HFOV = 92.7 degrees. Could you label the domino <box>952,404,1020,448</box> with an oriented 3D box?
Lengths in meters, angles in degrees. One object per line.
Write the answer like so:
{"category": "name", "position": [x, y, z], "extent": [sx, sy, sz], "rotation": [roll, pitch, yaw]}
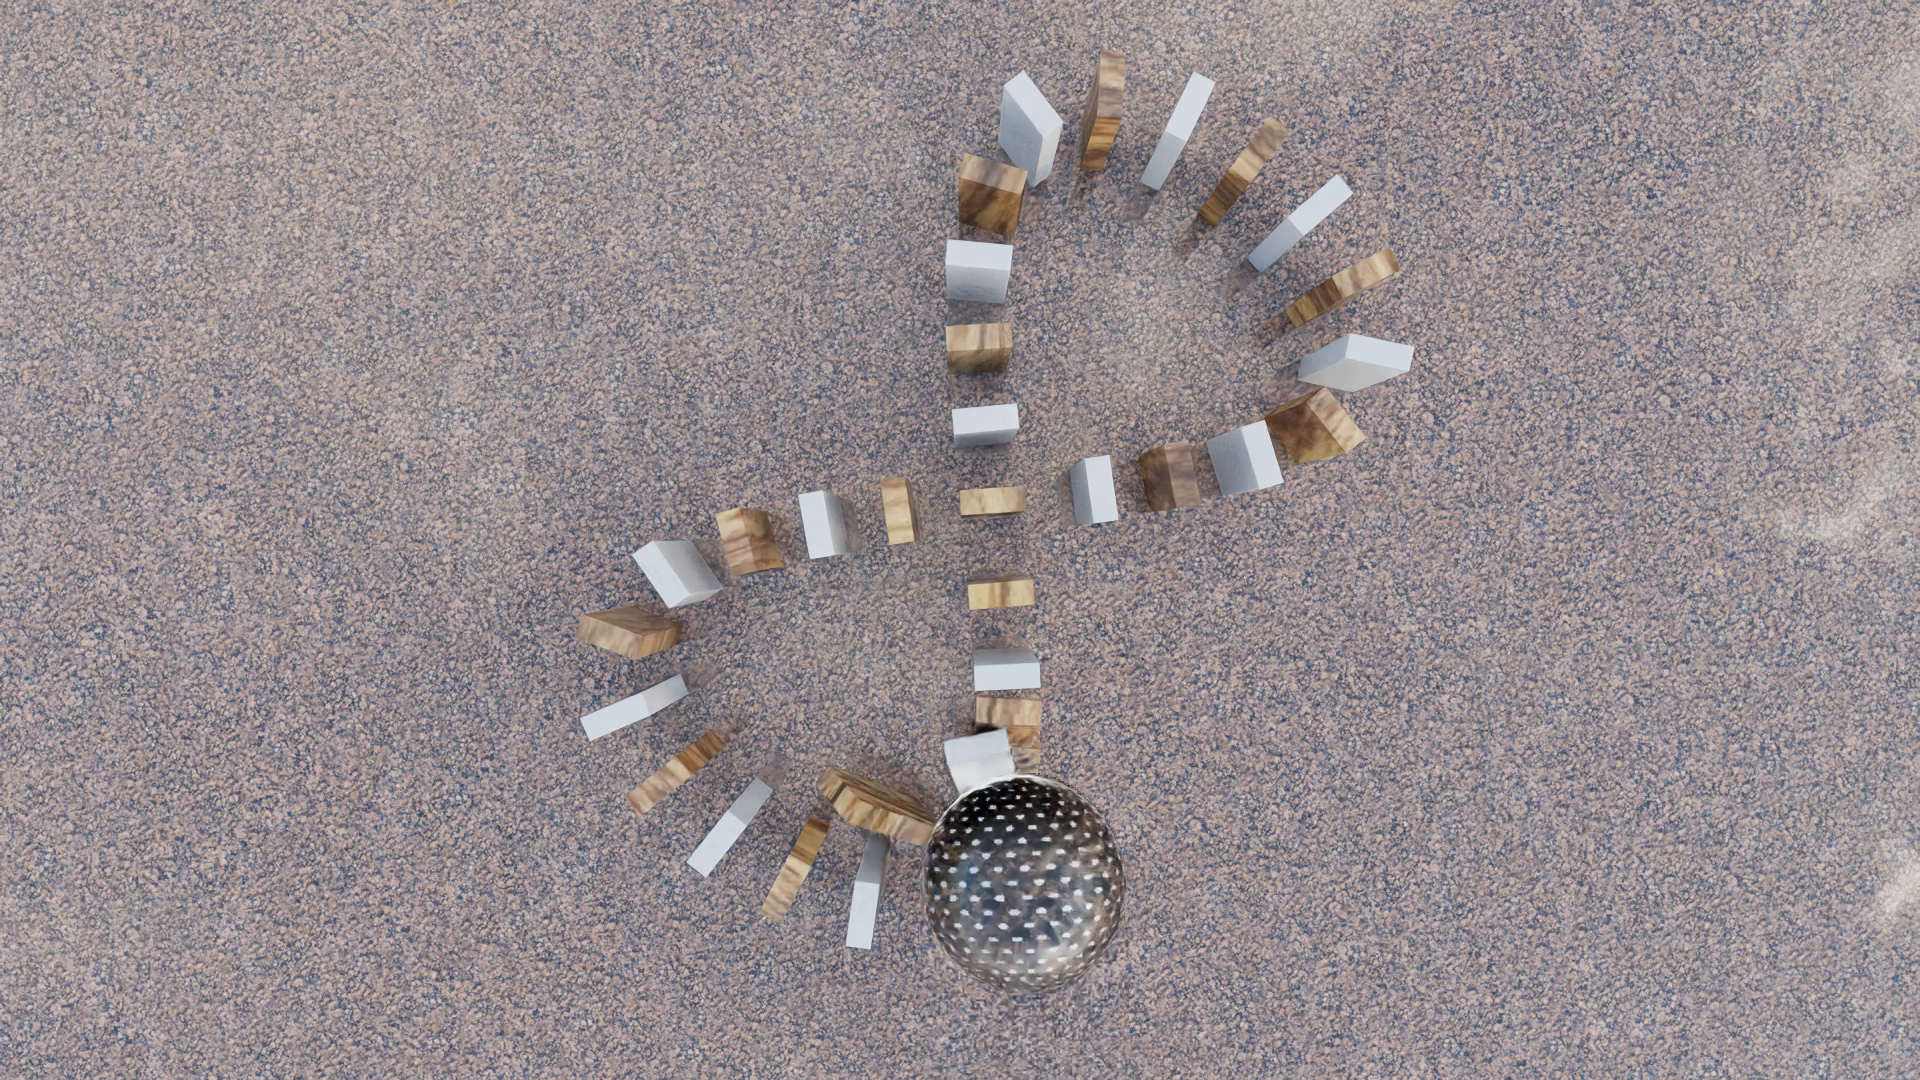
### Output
{"category": "domino", "position": [0.010, -0.046, 0.375], "extent": [0.025, 0.050, 0.009], "rotation": [-5, 90, 0]}

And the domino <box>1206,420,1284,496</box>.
{"category": "domino", "position": [0.115, -0.033, 0.375], "extent": [0.010, 0.050, 0.025], "rotation": [-17, 90, 0]}

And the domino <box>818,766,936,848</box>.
{"category": "domino", "position": [-0.032, 0.110, 0.374], "extent": [0.050, 0.025, 0.010], "rotation": [35, 88, -41]}

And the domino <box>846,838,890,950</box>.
{"category": "domino", "position": [-0.037, 0.143, 0.375], "extent": [0.010, 0.050, 0.025], "rotation": [8, 90, 0]}

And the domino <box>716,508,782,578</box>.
{"category": "domino", "position": [-0.086, 0.001, 0.375], "extent": [0.009, 0.050, 0.025], "rotation": [-15, 90, 0]}

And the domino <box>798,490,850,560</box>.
{"category": "domino", "position": [-0.055, -0.006, 0.375], "extent": [0.010, 0.050, 0.025], "rotation": [-10, 90, 0]}

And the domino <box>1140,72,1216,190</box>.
{"category": "domino", "position": [0.088, -0.166, 0.375], "extent": [0.010, 0.050, 0.025], "rotation": [26, 90, 0]}

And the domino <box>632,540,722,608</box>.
{"category": "domino", "position": [-0.114, 0.013, 0.375], "extent": [0.010, 0.050, 0.025], "rotation": [-35, 90, 0]}

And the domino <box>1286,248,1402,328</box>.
{"category": "domino", "position": [0.155, -0.102, 0.375], "extent": [0.025, 0.050, 0.010], "rotation": [-27, 90, 0]}

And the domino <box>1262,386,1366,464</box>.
{"category": "domino", "position": [0.144, -0.046, 0.375], "extent": [0.009, 0.050, 0.025], "rotation": [-38, 90, 0]}

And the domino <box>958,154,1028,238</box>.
{"category": "domino", "position": [0.013, -0.140, 0.375], "extent": [0.025, 0.050, 0.010], "rotation": [16, 90, 0]}

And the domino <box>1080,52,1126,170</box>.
{"category": "domino", "position": [0.058, -0.174, 0.375], "extent": [0.010, 0.050, 0.025], "rotation": [4, 90, 0]}

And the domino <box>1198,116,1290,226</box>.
{"category": "domino", "position": [0.115, -0.149, 0.375], "extent": [0.009, 0.050, 0.025], "rotation": [37, 90, 0]}

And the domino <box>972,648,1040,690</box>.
{"category": "domino", "position": [0.018, 0.052, 0.375], "extent": [0.025, 0.050, 0.009], "rotation": [-3, 90, 0]}

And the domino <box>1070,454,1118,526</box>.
{"category": "domino", "position": [0.054, -0.019, 0.375], "extent": [0.009, 0.050, 0.025], "rotation": [-8, 90, 0]}

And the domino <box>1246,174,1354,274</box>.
{"category": "domino", "position": [0.138, -0.128, 0.375], "extent": [0.025, 0.050, 0.009], "rotation": [-41, 90, 0]}

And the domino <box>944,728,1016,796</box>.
{"category": "domino", "position": [0.009, 0.093, 0.376], "extent": [0.025, 0.050, 0.009], "rotation": [-13, 57, 0]}

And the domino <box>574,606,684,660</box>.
{"category": "domino", "position": [-0.134, 0.037, 0.375], "extent": [0.025, 0.050, 0.009], "rotation": [20, 90, 0]}

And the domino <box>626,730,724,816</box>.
{"category": "domino", "position": [-0.115, 0.094, 0.375], "extent": [0.025, 0.050, 0.009], "rotation": [-39, 90, 0]}

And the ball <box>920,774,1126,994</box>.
{"category": "ball", "position": [0.025, 0.133, 0.360], "extent": [0.080, 0.080, 0.080], "rotation": [0, 90, 0]}

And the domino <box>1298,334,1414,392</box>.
{"category": "domino", "position": [0.160, -0.072, 0.375], "extent": [0.025, 0.050, 0.009], "rotation": [12, 90, 0]}

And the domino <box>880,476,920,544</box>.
{"category": "domino", "position": [-0.024, -0.011, 0.375], "extent": [0.009, 0.050, 0.025], "rotation": [-9, 90, 0]}

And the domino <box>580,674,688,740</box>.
{"category": "domino", "position": [-0.132, 0.068, 0.375], "extent": [0.025, 0.050, 0.010], "rotation": [-23, 90, 0]}

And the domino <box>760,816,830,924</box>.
{"category": "domino", "position": [-0.067, 0.134, 0.375], "extent": [0.009, 0.050, 0.025], "rotation": [28, 90, 0]}

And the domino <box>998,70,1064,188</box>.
{"category": "domino", "position": [0.028, -0.167, 0.375], "extent": [0.009, 0.050, 0.025], "rotation": [-38, 90, 0]}

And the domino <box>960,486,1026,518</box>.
{"category": "domino", "position": [0.013, -0.015, 0.375], "extent": [0.025, 0.050, 0.009], "rotation": [-4, 90, 0]}

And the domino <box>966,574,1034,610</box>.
{"category": "domino", "position": [0.016, 0.021, 0.375], "extent": [0.025, 0.050, 0.009], "rotation": [-5, 90, 0]}

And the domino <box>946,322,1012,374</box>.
{"category": "domino", "position": [0.007, -0.078, 0.375], "extent": [0.025, 0.050, 0.009], "rotation": [-3, 90, 0]}

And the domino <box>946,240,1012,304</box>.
{"category": "domino", "position": [0.007, -0.109, 0.375], "extent": [0.025, 0.050, 0.009], "rotation": [5, 90, 0]}

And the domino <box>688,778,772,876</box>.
{"category": "domino", "position": [-0.093, 0.116, 0.375], "extent": [0.010, 0.050, 0.025], "rotation": [38, 90, 0]}

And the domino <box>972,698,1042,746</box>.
{"category": "domino", "position": [0.018, 0.075, 0.375], "extent": [0.025, 0.050, 0.010], "rotation": [3, 68, 0]}

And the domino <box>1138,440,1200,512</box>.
{"category": "domino", "position": [0.085, -0.025, 0.375], "extent": [0.009, 0.050, 0.025], "rotation": [-12, 90, 0]}
